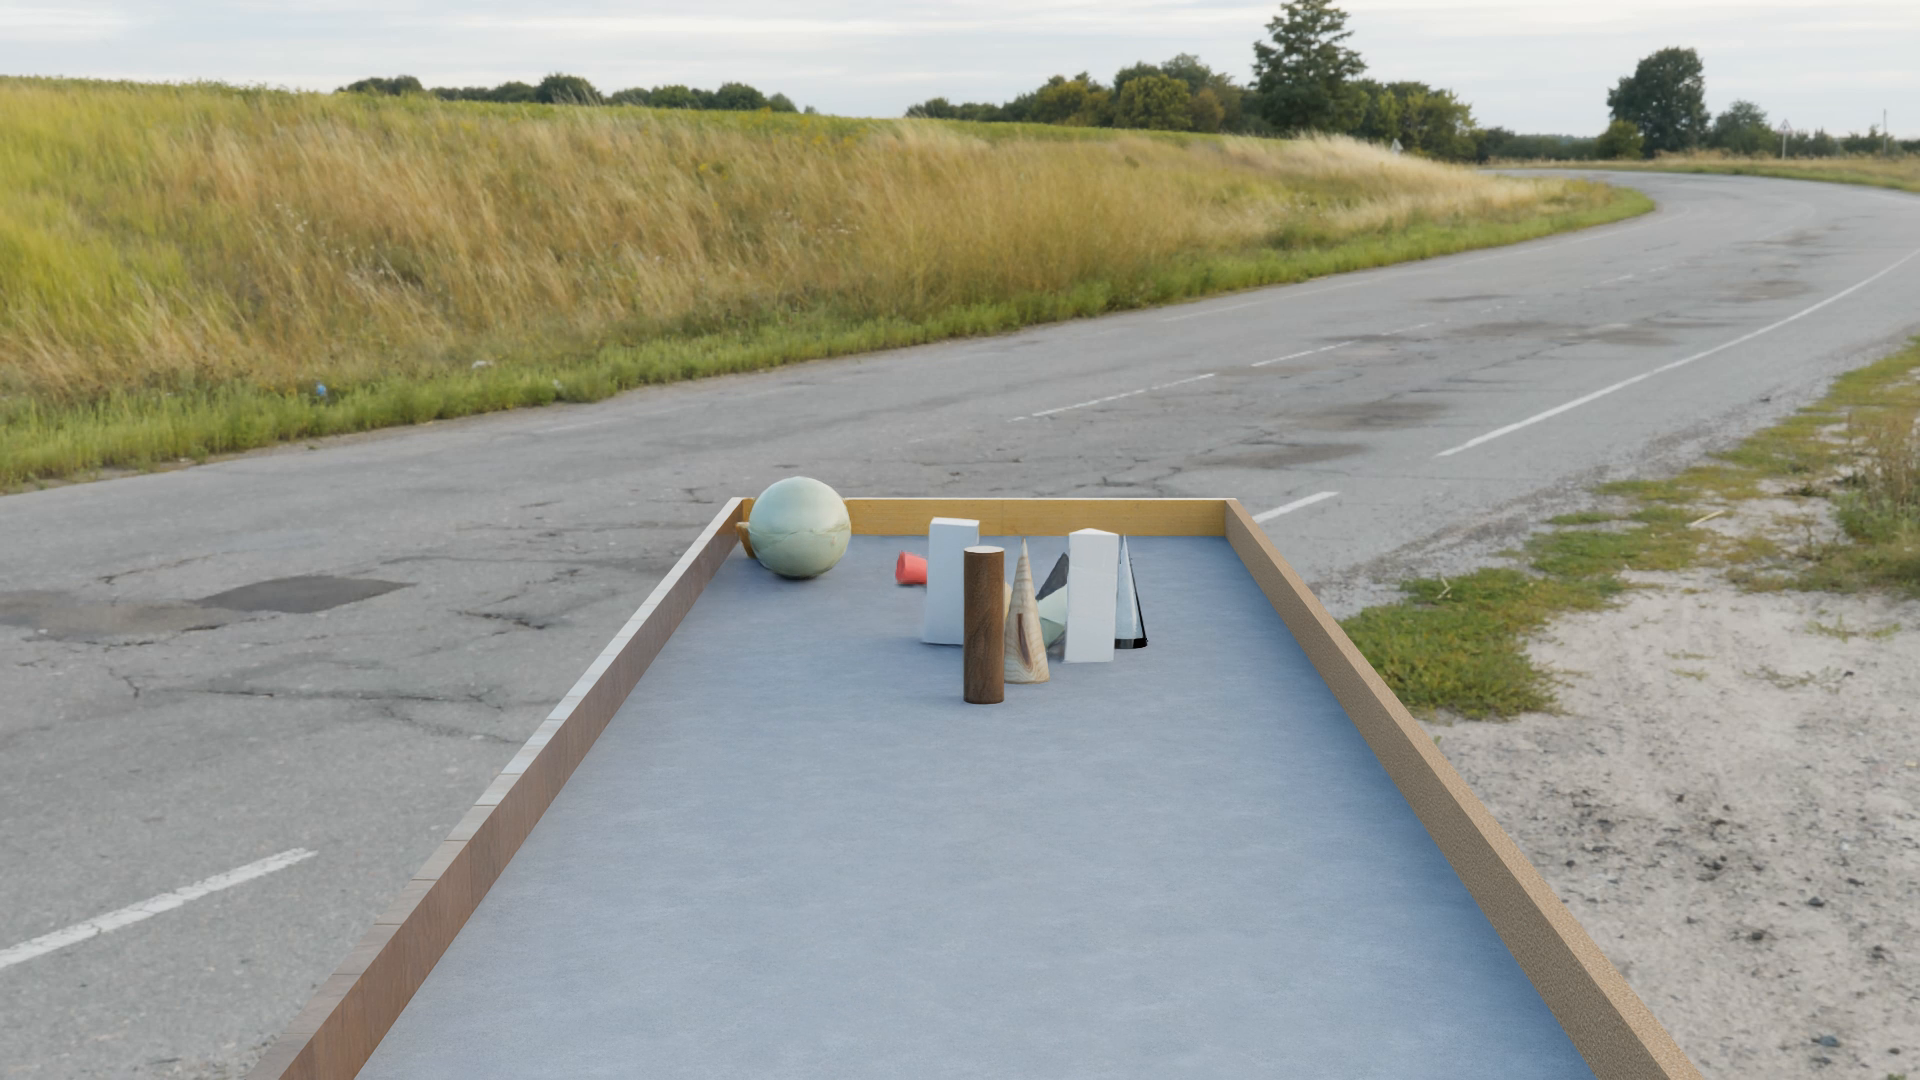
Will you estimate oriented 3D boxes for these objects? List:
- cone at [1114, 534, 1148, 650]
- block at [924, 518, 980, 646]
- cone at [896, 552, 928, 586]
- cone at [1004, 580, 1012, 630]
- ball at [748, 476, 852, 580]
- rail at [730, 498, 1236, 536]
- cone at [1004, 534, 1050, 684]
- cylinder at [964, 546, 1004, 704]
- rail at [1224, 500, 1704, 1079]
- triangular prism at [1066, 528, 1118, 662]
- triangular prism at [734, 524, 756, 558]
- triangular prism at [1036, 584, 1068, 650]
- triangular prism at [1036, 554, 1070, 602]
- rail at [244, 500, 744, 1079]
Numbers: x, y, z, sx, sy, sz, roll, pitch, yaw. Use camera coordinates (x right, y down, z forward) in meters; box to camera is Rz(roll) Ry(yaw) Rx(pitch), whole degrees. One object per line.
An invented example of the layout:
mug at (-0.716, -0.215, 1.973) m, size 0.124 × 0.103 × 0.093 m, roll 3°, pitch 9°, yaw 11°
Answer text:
cone at (0.515, 0.153, 6.908) m, size 0.157 × 0.355 × 0.157 m, roll 0°, pitch 9°, yaw 0°
block at (-0.027, 0.129, 6.950) m, size 0.146 × 0.379 × 0.146 m, roll 4°, pitch 8°, yaw 3°
cone at (-0.048, 0.126, 8.020) m, size 0.351 × 0.119 × 0.119 m, roll 8°, pitch 6°, yaw -18°
cone at (0.126, 0.175, 6.891) m, size 0.171 × 0.171 × 0.304 m, roll -2°, pitch 45°, yaw -13°
ball at (-0.589, -0.043, 8.074) m, size 0.378 × 0.378 × 0.378 m, roll 0°, pitch 9°, yaw 0°
rail at (0.099, -0.098, 9.147) m, size 2.100 × 0.150 × 0.050 m, roll 0°, pitch 9°, yaw 1°
cone at (0.185, 0.190, 6.412) m, size 0.160 × 0.438 × 0.160 m, roll 0°, pitch 9°, yaw 0°
cylinder at (0.067, 0.238, 6.143) m, size 0.114 × 0.428 × 0.114 m, roll 0°, pitch 9°, yaw 0°
rail at (1.046, 0.843, 3.208) m, size 0.050 × 0.150 × 12.000 m, roll 0°, pitch 9°, yaw 1°
triangular prism at (0.396, 0.167, 6.705) m, size 0.147 × 0.390 × 0.127 m, roll 2°, pitch 8°, yaw -3°
triangular prism at (-0.718, -0.013, 8.449) m, size 0.324 × 0.155 × 0.135 m, roll 9°, pitch -19°, yaw 44°
triangular prism at (0.331, 0.214, 6.880) m, size 0.127 × 0.147 × 0.416 m, roll 48°, pitch 30°, yaw 9°
triangular prism at (0.275, 0.181, 7.032) m, size 0.099 × 0.086 × 0.333 m, roll 8°, pitch 45°, yaw 29°
rail at (-1.004, 0.839, 3.234) m, size 0.050 × 0.150 × 12.000 m, roll 0°, pitch 9°, yaw 1°
